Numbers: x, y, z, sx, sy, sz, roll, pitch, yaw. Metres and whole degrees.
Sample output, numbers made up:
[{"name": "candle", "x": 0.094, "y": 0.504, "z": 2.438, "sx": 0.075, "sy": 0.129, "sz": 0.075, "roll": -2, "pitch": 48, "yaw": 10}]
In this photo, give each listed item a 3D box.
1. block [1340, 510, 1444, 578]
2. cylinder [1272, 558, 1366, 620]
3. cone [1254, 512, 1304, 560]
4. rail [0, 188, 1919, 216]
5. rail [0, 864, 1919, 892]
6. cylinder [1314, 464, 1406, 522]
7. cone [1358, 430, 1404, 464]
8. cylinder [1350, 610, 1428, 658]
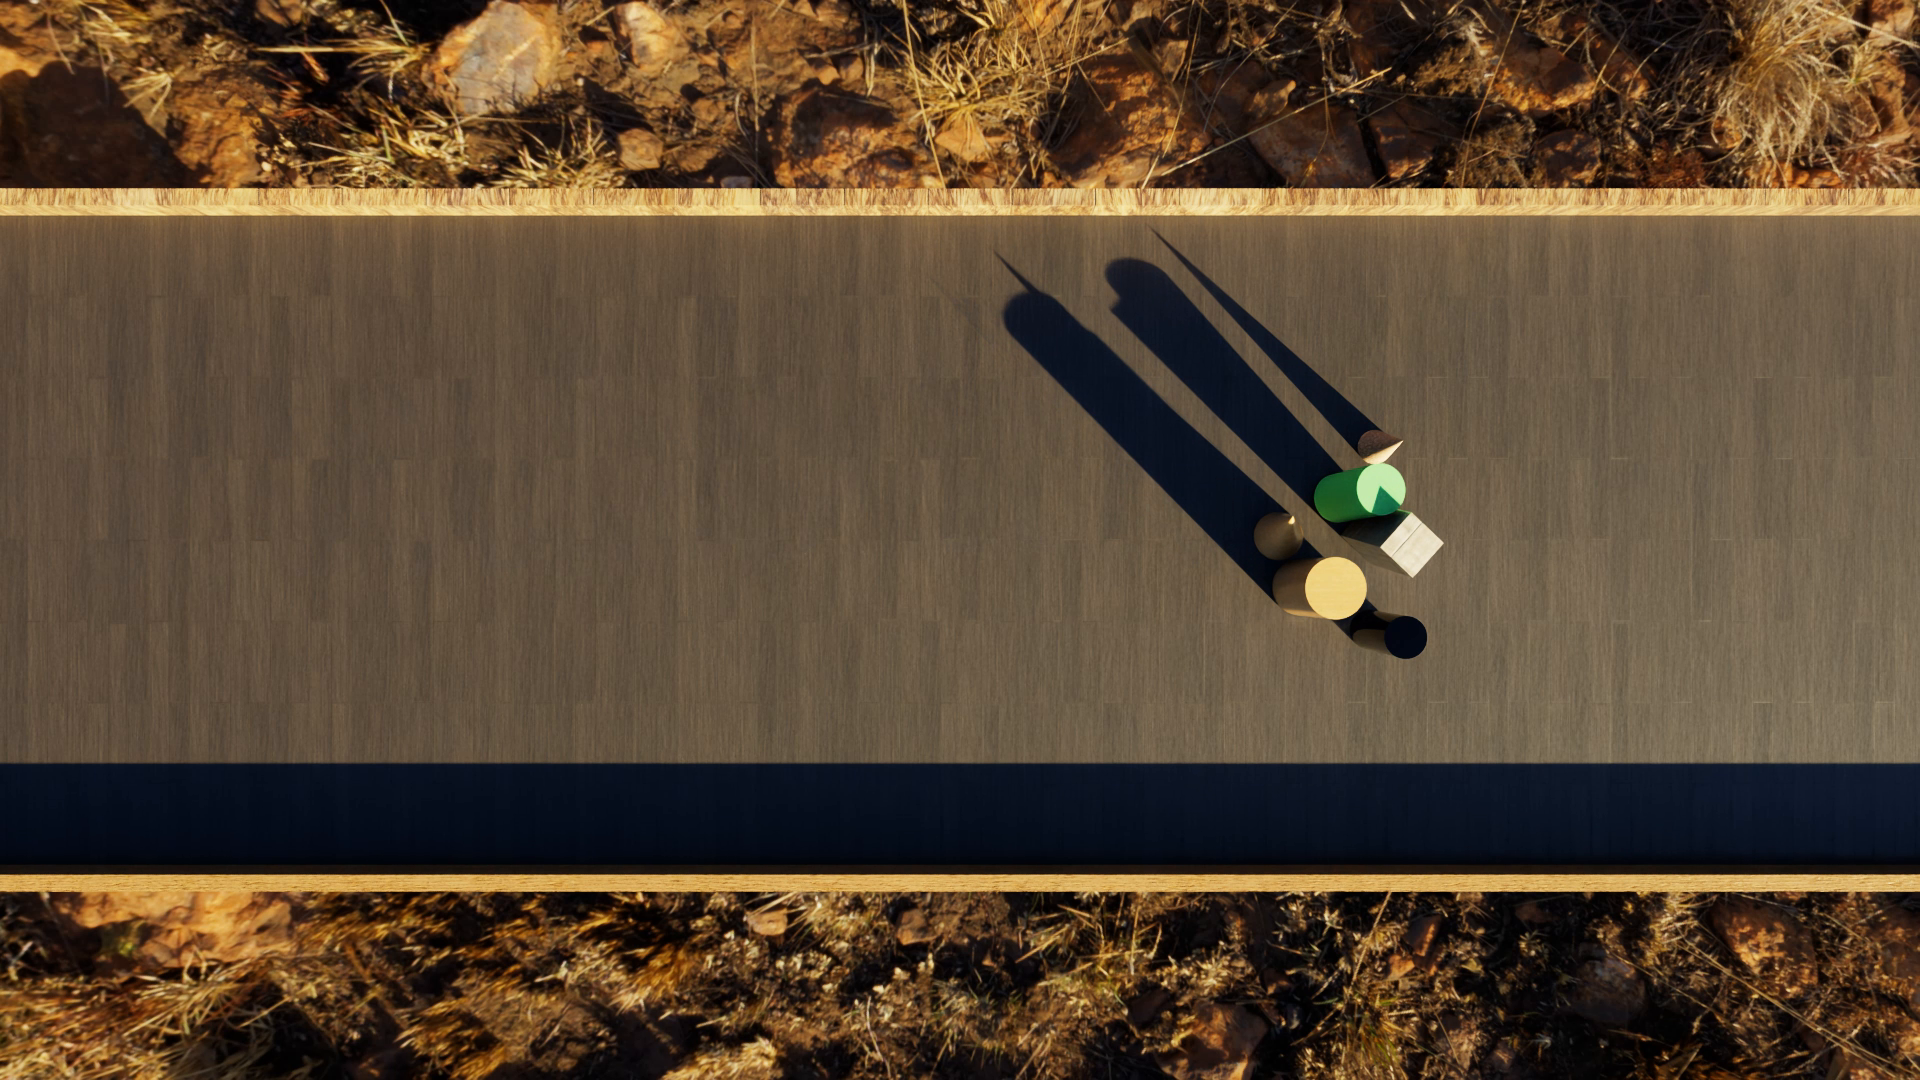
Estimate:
[{"name": "block", "x": 1.279, "y": -0.003, "z": 4.903, "sx": 0.134, "sy": 0.331, "sz": 0.134, "roll": 42, "pitch": 90, "yaw": -9}, {"name": "cylinder", "x": 1.058, "y": 0.141, "z": 4.879, "sx": 0.177, "sy": 0.386, "sz": 0.177, "roll": 0, "pitch": 89, "yaw": -3}, {"name": "cone", "x": 0.961, "y": -0.040, "z": 4.870, "sx": 0.151, "sy": 0.393, "sz": 0.151, "roll": -1, "pitch": 82, "yaw": 5}, {"name": "rail", "x": -2.247, "y": -1.025, "z": 5.002, "sx": 12.000, "sy": 0.150, "sz": 0.050, "roll": 0, "pitch": 90, "yaw": 0}, {"name": "rail", "x": -2.247, "y": 1.025, "z": 5.001, "sx": 12.000, "sy": 0.150, "sz": 0.050, "roll": 0, "pitch": 90, "yaw": 0}, {"name": "cylinder", "x": 1.187, "y": -0.137, "z": 4.914, "sx": 0.151, "sy": 0.300, "sz": 0.151, "roll": 1, "pitch": 86, "yaw": -12}, {"name": "cone", "x": 1.276, "y": -0.286, "z": 4.910, "sx": 0.105, "sy": 0.332, "sz": 0.105, "roll": 0, "pitch": 90, "yaw": 0}, {"name": "cylinder", "x": 1.261, "y": 0.276, "z": 4.870, "sx": 0.122, "sy": 0.412, "sz": 0.122, "roll": 0, "pitch": 90, "yaw": 0}]
